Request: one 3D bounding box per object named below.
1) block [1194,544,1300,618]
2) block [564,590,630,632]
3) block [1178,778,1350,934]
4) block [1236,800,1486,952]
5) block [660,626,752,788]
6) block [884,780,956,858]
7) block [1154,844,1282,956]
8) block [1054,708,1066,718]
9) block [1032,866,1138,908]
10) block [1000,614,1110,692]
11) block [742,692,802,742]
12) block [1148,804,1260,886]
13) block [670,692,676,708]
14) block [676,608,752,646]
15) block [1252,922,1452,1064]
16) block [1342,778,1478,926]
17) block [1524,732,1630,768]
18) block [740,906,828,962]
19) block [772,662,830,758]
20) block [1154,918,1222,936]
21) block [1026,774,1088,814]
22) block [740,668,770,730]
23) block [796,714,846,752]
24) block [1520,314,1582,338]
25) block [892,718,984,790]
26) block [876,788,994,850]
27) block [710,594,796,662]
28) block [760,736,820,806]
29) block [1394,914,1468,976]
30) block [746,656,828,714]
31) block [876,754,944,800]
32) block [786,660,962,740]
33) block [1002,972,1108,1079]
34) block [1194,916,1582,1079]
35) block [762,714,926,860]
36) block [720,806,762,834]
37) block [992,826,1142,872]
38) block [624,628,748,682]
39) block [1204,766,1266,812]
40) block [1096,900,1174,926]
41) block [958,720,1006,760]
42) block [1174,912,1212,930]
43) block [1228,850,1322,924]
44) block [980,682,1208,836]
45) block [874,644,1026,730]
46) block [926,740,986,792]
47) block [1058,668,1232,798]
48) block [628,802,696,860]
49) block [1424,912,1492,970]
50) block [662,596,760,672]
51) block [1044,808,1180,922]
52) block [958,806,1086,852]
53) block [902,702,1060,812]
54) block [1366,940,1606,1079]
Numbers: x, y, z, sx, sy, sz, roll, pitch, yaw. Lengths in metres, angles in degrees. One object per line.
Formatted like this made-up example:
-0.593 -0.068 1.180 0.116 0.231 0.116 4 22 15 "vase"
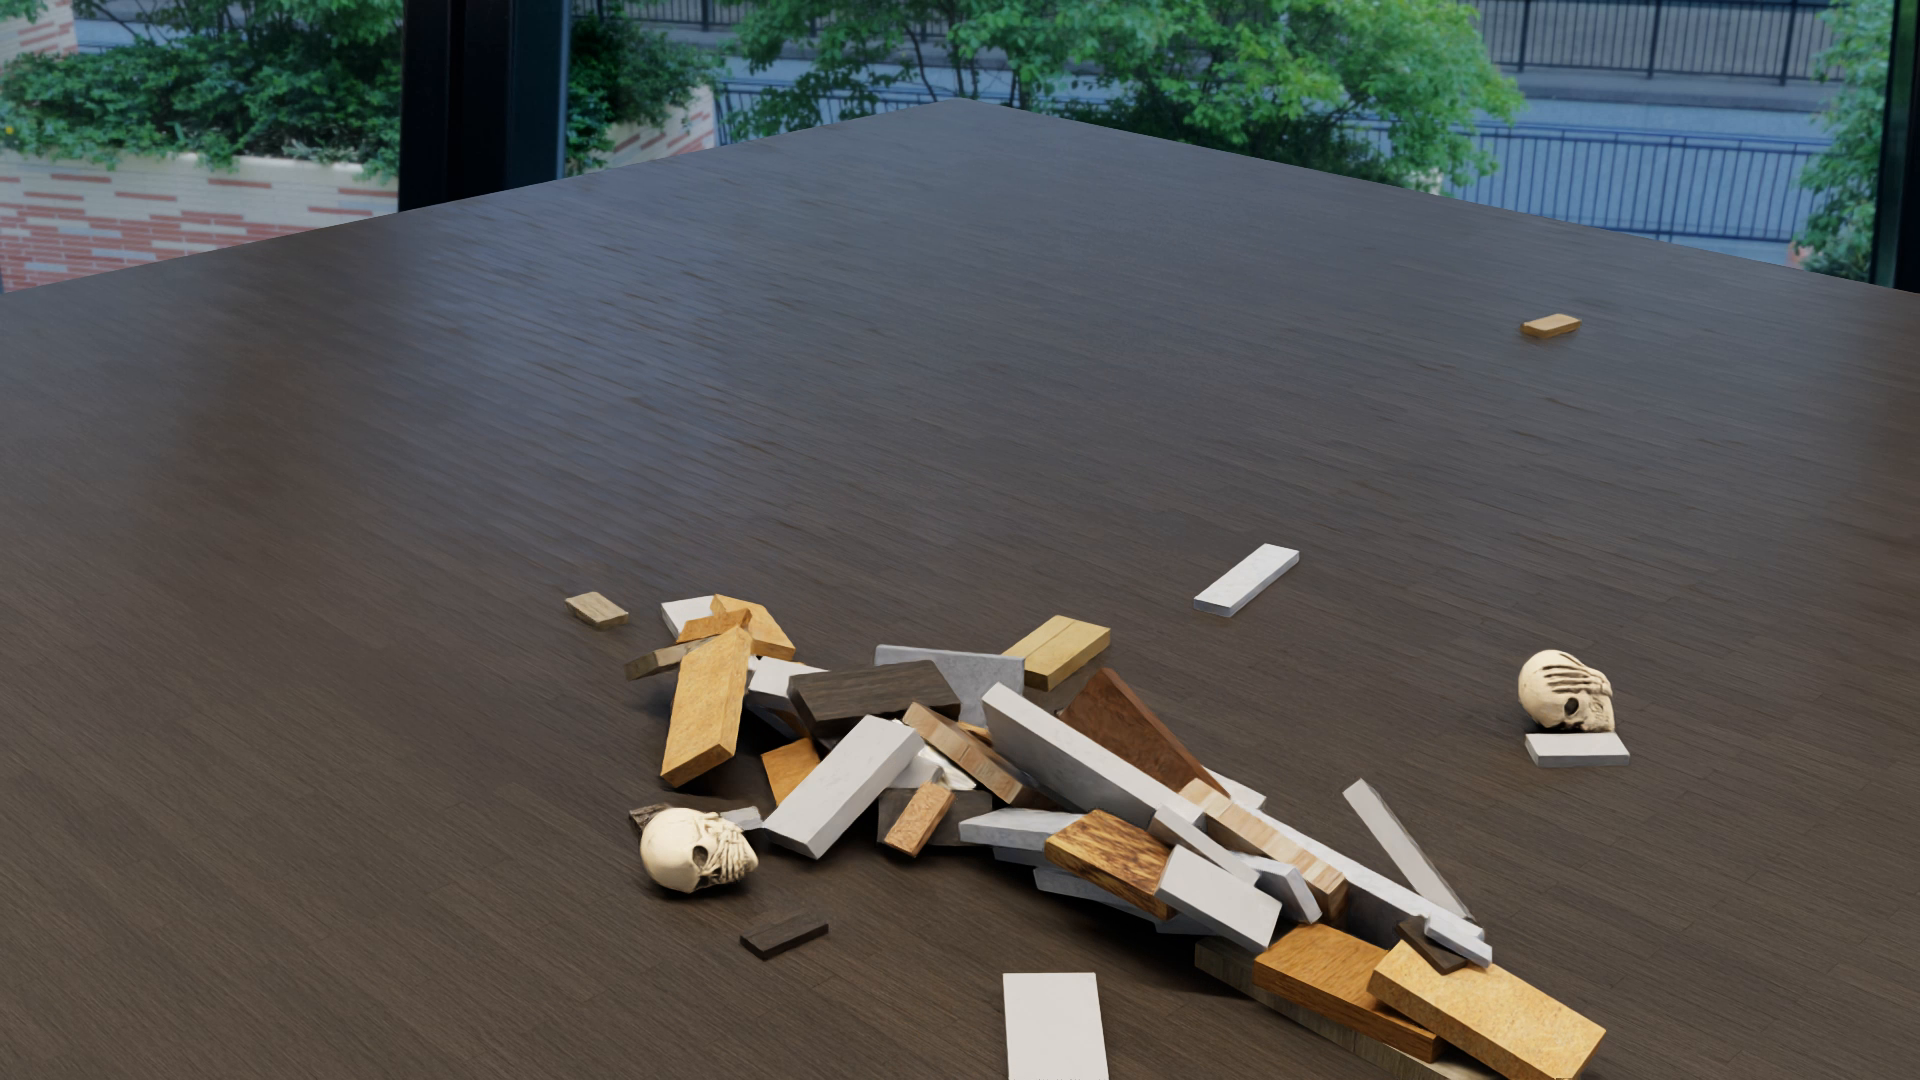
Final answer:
0.719 0.098 5.494 0.097 0.027 0.406 14 27 29 "block"
-0.880 0.172 5.326 0.083 0.024 0.166 -17 28 -34 "block"
0.558 0.595 4.048 0.050 0.178 0.356 -39 51 -25 "block"
0.714 0.655 4.012 0.044 0.155 0.582 -34 37 -27 "block"
-0.532 0.348 4.636 0.163 0.046 0.351 -30 34 25 "block"
-0.078 0.542 4.276 0.073 0.021 0.146 19 65 39 "block"
0.453 0.631 3.858 0.213 0.030 0.107 29 45 1 "block"
0.310 0.431 4.594 0.146 0.041 0.292 -5 24 -14 "block"
0.284 0.624 4.110 0.144 0.041 0.289 -21 11 -34 "block"
0.214 0.260 5.094 0.146 0.041 0.292 14 27 29 "block"
-0.366 0.378 4.762 0.201 0.028 0.100 33 37 26 "block"
0.438 0.567 3.973 0.213 0.107 0.030 36 69 13 "block"
-0.555 0.332 4.790 0.028 0.100 0.201 25 -11 -35 "block"
-0.568 0.206 5.081 0.167 0.024 0.083 -13 32 22 "block"
0.697 0.767 3.763 0.350 0.050 0.175 19 29 37 "block"
0.825 0.583 4.029 0.310 0.044 0.155 54 8 24 "block"
1.311 0.446 4.674 0.194 0.027 0.097 -1 23 -2 "block"
-0.322 0.722 4.033 0.146 0.021 0.073 -18 29 -36 "block"
-0.322 0.364 4.742 0.128 0.036 0.256 -17 44 -40 "block"
0.455 0.689 4.011 0.095 0.027 0.191 -21 8 -40 "block"
0.165 0.446 4.510 0.146 0.041 0.292 35 11 -33 "block"
-0.467 0.341 4.858 0.201 0.028 0.100 30 42 31 "block"
-0.211 0.420 4.633 0.128 0.036 0.257 -21 47 -42 "block"
1.998 -0.723 7.431 0.194 0.027 0.097 -17 28 -34 "block"
-0.085 0.478 4.447 0.130 0.037 0.260 -46 51 -13 "block"
-0.049 0.548 4.324 0.224 0.112 0.032 2 -21 -2 "block"
-0.488 0.206 5.165 0.129 0.037 0.258 15 15 -28 "block"
-0.336 0.488 4.533 0.112 0.032 0.224 -20 26 -6 "block"
0.792 0.680 3.695 0.059 0.017 0.117 -12 40 -34 "block"
-0.312 0.324 4.671 0.256 0.036 0.128 13 31 3 "block"
-0.153 0.469 4.438 0.224 0.032 0.112 19 65 33 "block"
-0.181 0.332 4.615 0.327 0.046 0.163 -5 34 -25 "block"
0.159 0.844 3.714 0.162 0.046 0.324 0 23 -1 "block"
0.718 0.816 3.773 0.175 0.050 0.680 -20 30 -39 "block"
-0.231 0.485 4.347 0.323 0.046 0.162 -45 32 -24 "block"
-0.433 0.554 4.354 0.073 0.021 0.146 -10 3 -8 "block"
0.205 0.582 4.213 0.144 0.041 0.289 -20 11 -35 "block"
-0.606 0.255 4.889 0.258 0.037 0.129 -13 -9 -44 "block"
0.435 0.504 4.387 0.310 0.044 0.155 25 42 24 "block"
0.347 0.665 4.099 0.095 0.027 0.191 -20 17 -33 "block"
0.025 0.436 4.617 0.179 0.090 0.025 16 24 32 "block"
0.436 0.656 3.959 0.095 0.027 0.191 -22 18 -37 "block"
0.558 0.625 3.969 0.030 0.107 0.213 -36 16 -22 "block"
0.257 0.459 4.212 0.512 0.178 0.050 30 61 32 "block"
-0.026 0.324 4.782 0.323 0.162 0.046 5 4 11 "block"
-0.035 0.473 4.511 0.090 0.025 0.179 -8 38 -40 "block"
0.345 0.439 4.307 0.355 0.178 0.050 47 20 24 "block"
-0.591 0.577 4.371 0.083 0.024 0.166 -11 25 -24 "block"
0.837 0.673 3.695 0.117 0.017 0.059 29 19 5 "block"
-0.571 0.249 5.127 0.129 0.037 0.487 -9 25 -20 "block"
0.309 0.585 3.981 0.289 0.041 0.144 22 35 40 "block"
0.134 0.551 4.192 0.130 0.037 0.260 -12 7 -42 "block"
0.042 0.448 4.454 0.327 0.046 0.163 35 2 36 "block"
0.868 0.777 3.633 0.350 0.050 0.175 30 36 25 "block"
